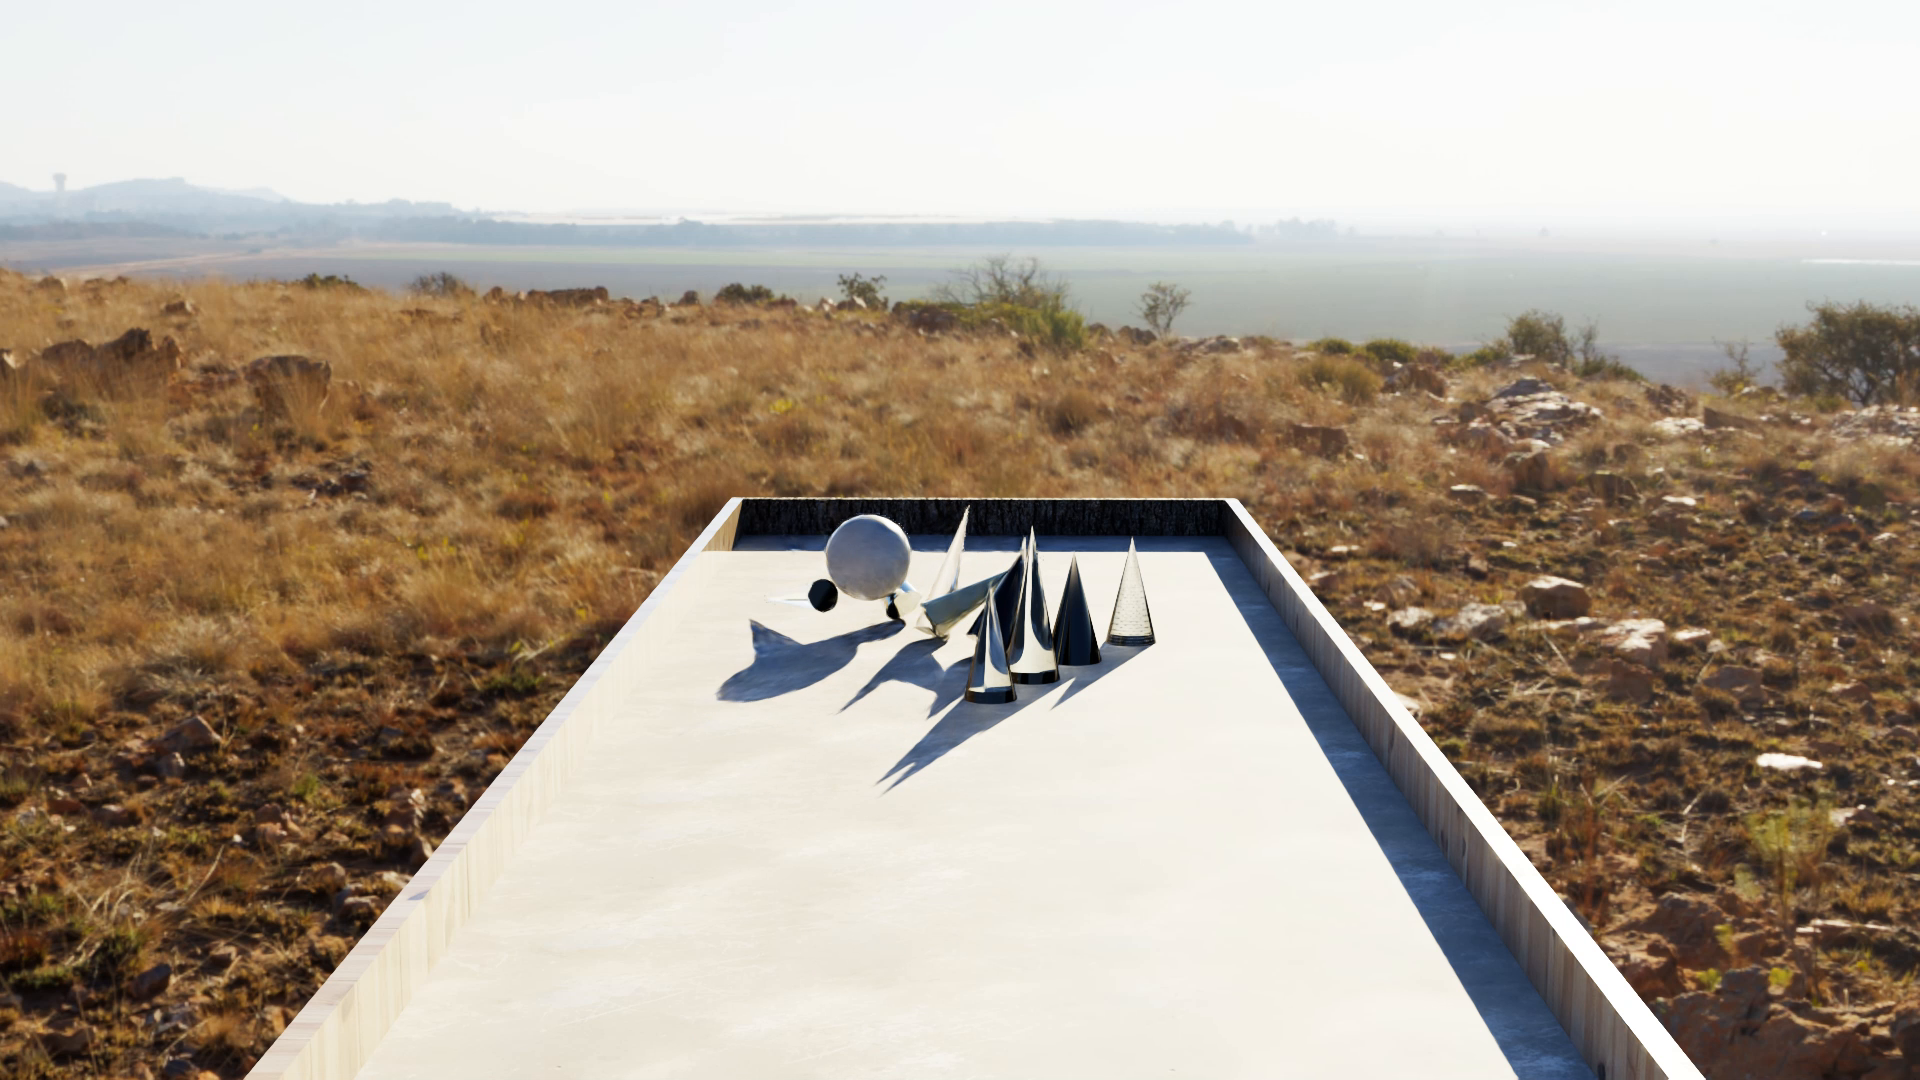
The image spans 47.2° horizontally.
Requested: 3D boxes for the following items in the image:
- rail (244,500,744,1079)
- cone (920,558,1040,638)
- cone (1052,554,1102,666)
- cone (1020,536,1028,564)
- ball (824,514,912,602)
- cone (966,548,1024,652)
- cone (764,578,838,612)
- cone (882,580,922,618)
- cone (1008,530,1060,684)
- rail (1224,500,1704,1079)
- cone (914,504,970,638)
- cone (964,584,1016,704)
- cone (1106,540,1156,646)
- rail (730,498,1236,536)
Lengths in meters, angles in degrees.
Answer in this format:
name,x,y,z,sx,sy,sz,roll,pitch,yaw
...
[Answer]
name,x,y,z,sx,sy,sz,roll,pitch,yaw
rail,-1.004,0.839,3.234,0.050,0.150,12.000,0,9,1
cone,0.084,0.153,6.895,0.409,0.123,0.123,-30,13,-6
cone,0.346,0.199,6.679,0.173,0.337,0.173,0,9,0
cone,0.198,0.150,6.947,0.138,0.339,0.138,2,5,0
ball,-0.299,0.058,7.172,0.282,0.282,0.282,0,9,0
cone,0.151,0.168,6.774,0.177,0.323,0.177,18,-9,3
cone,-0.555,0.189,7.289,0.108,0.108,0.447,-5,0,-31
cone,-0.267,0.097,7.389,0.134,0.134,0.332,-7,50,-38
cone,0.210,0.182,6.413,0.168,0.454,0.168,0,9,0
rail,1.046,0.843,3.208,0.050,0.150,12.000,0,9,1
cone,-0.028,0.086,7.041,0.117,0.443,0.117,15,-14,4
cone,0.085,0.281,6.173,0.152,0.334,0.152,0,9,0
cone,0.542,0.156,6.951,0.164,0.337,0.164,0,9,0
rail,0.099,-0.098,9.147,2.100,0.150,0.050,0,9,1
